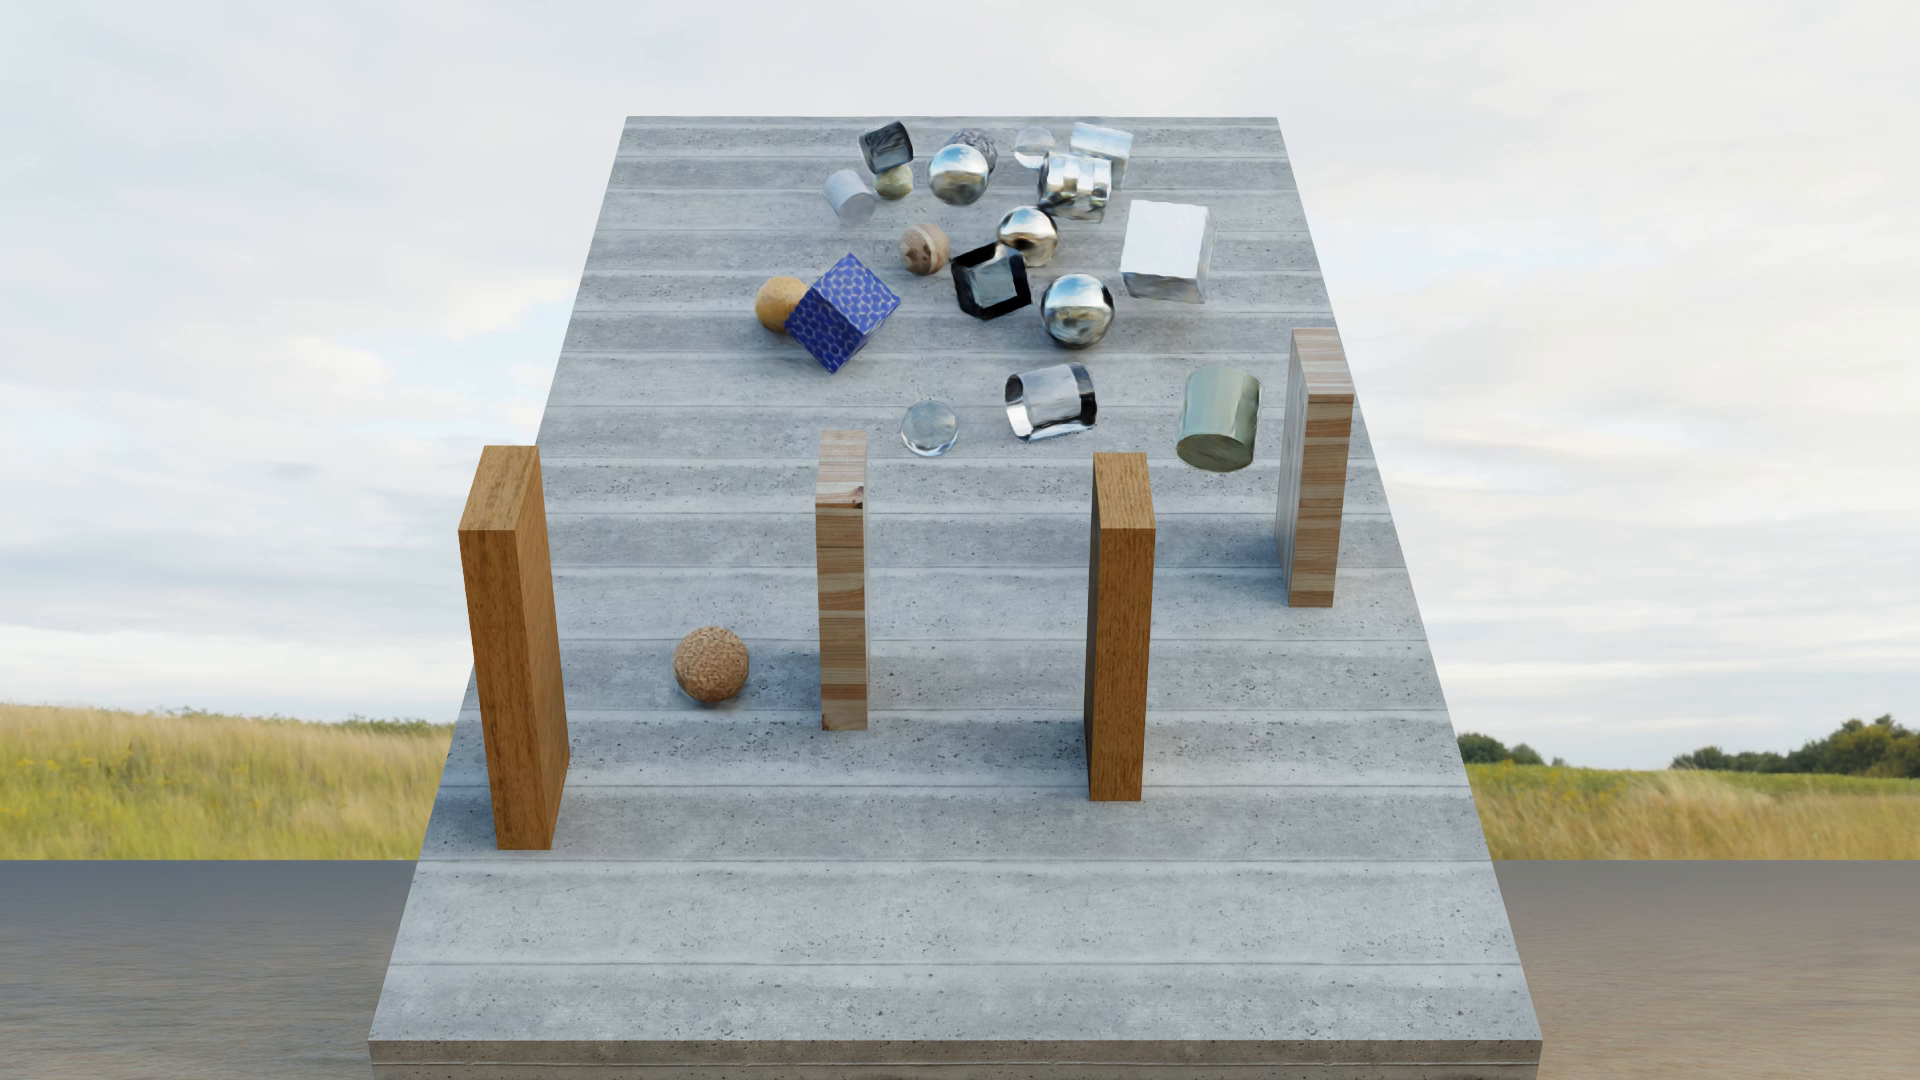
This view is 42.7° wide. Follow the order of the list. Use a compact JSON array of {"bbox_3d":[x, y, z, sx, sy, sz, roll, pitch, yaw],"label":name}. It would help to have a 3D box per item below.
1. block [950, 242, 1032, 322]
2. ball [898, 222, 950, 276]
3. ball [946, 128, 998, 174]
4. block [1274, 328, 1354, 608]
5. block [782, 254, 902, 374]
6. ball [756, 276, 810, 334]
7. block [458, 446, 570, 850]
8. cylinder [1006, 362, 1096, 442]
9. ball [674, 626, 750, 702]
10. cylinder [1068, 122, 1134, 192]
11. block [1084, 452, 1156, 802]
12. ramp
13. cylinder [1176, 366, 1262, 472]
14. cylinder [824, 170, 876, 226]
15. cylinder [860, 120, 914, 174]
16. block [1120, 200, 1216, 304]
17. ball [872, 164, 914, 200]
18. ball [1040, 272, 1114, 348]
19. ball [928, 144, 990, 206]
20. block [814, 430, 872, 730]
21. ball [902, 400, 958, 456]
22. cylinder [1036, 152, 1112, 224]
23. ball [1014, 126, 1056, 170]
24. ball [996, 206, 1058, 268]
[{"bbox_3d":[0.080,-0.674,6.389,0.143,0.143,0.143,-23,27,-20],"label":"block"},{"bbox_3d":[-0.097,-0.782,6.602,0.141,0.141,0.141,0,-7,0],"label":"ball"},{"bbox_3d":[0.031,-1.114,7.104,0.160,0.160,0.160,0,-7,0],"label":"ball"},{"bbox_3d":[0.756,-0.154,5.266,0.093,0.527,0.292,0,33,0],"label":"block"},{"bbox_3d":[-0.295,-0.566,6.133,0.178,0.178,0.178,-47,1,-43],"label":"block"},{"bbox_3d":[-0.452,-0.605,6.313,0.151,0.151,0.151,0,-7,0],"label":"ball"},{"bbox_3d":[-0.815,0.204,4.525,0.098,0.709,0.288,0,33,0],"label":"block"},{"bbox_3d":[0.217,-0.331,5.874,0.165,0.165,0.165,-12,-3,-18],"label":"cylinder"},{"bbox_3d":[-0.502,0.252,4.968,0.154,0.154,0.154,0,-7,0],"label":"ball"},{"bbox_3d":[0.396,-1.095,7.005,0.167,0.167,0.167,13,-7,2],"label":"cylinder"},{"bbox_3d":[0.300,0.169,4.669,0.098,0.621,0.267,0,33,0],"label":"block"},{"bbox_3d":[-0.015,-0.183,5.888,2.000,0.100,4.000,0,33,0],"label":"ramp"},{"bbox_3d":[0.557,-0.259,5.271,0.166,0.166,0.166,9,-26,4],"label":"cylinder"},{"bbox_3d":[-0.309,-0.959,6.862,0.111,0.111,0.111,-19,-38,-16],"label":"cylinder"},{"bbox_3d":[-0.207,-1.105,6.919,0.117,0.117,0.117,-23,-4,-9],"label":"cylinder"},{"bbox_3d":[0.535,-0.739,6.306,0.194,0.194,0.194,7,-13,14],"label":"block"},{"bbox_3d":[-0.190,-1.029,7.008,0.117,0.117,0.117,0,-7,0],"label":"ball"},{"bbox_3d":[0.298,-0.584,6.246,0.191,0.191,0.191,0,-7,0],"label":"ball"},{"bbox_3d":[-0.004,-0.988,6.649,0.169,0.169,0.169,0,-7,0],"label":"ball"},{"bbox_3d":[-0.230,0.082,4.883,0.090,0.534,0.274,0,33,0],"label":"block"},{"bbox_3d":[-0.071,-0.265,5.796,0.136,0.136,0.136,0,-7,0],"label":"ball"},{"bbox_3d":[0.311,-0.964,6.710,0.174,0.174,0.174,8,-8,-7],"label":"cylinder"},{"bbox_3d":[0.220,-1.149,7.192,0.125,0.125,0.125,0,-7,0],"label":"ball"},{"bbox_3d":[0.182,-0.820,6.636,0.169,0.169,0.169,0,-7,0],"label":"ball"}]
